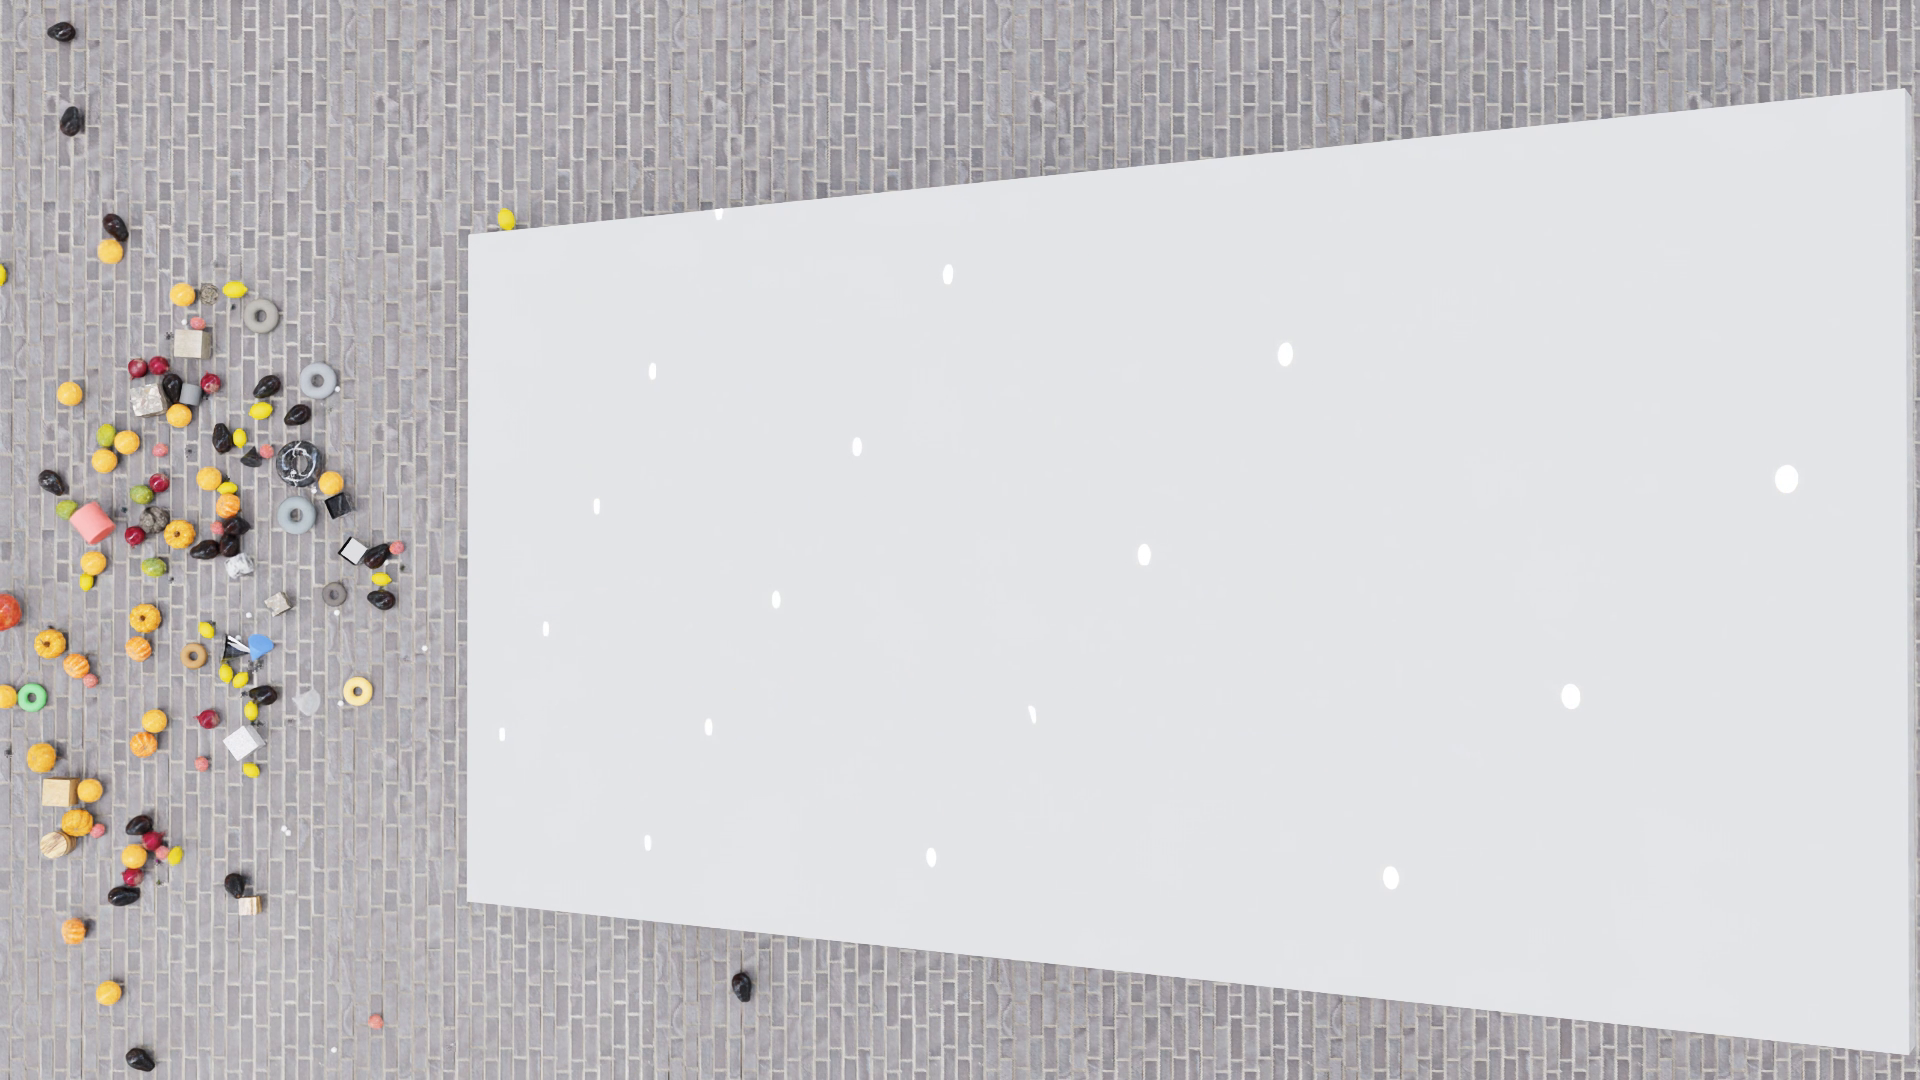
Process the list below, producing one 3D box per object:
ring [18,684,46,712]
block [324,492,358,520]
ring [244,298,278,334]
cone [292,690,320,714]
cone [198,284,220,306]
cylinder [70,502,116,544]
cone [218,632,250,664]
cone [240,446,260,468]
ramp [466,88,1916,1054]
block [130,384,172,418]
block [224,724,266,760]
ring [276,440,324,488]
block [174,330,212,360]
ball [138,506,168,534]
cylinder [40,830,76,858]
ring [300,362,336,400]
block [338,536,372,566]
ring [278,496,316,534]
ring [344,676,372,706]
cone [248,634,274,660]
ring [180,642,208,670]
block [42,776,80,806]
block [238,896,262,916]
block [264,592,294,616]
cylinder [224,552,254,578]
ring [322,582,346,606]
[{"bbox_3d":[-2.812,0.478,6.665,0.087,0.029,0.087,0,90,-1],"label":"ring"},{"bbox_3d":[-1.874,-0.103,6.653,0.064,0.064,0.064,-24,90,0],"label":"block"},{"bbox_3d":[-2.121,-0.680,6.673,0.107,0.036,0.107,0,90,1],"label":"ring"},{"bbox_3d":[-1.996,0.485,6.662,0.077,0.077,0.077,10,89,27],"label":"cone"},{"bbox_3d":[-2.284,-0.746,6.659,0.065,0.065,0.065,0,89,0],"label":"cone"},{"bbox_3d":[-2.617,-0.051,6.638,0.093,0.093,0.093,-39,90,0],"label":"cylinder"},{"bbox_3d":[-2.185,0.334,6.660,0.096,0.096,0.096,10,89,-27],"label":"cone"},{"bbox_3d":[-2.147,-0.262,6.673,0.061,0.061,0.061,6,63,0],"label":"cone"},{"bbox_3d":[0.267,0.073,5.617,4.000,0.100,2.000,0,89,31],"label":"ramp"},{"bbox_3d":[-2.444,-0.421,6.646,0.084,0.084,0.084,-13,89,0],"label":"block"},{"bbox_3d":[-2.161,0.611,6.641,0.076,0.076,0.076,-36,90,0],"label":"block"},{"bbox_3d":[-2.001,-0.231,6.663,0.145,0.048,0.145,0,90,-1],"label":"ring"},{"bbox_3d":[-2.320,-0.590,6.650,0.081,0.081,0.081,3,89,0],"label":"block"},{"bbox_3d":[-2.436,-0.061,6.643,0.084,0.084,0.084,0,89,0],"label":"ball"},{"bbox_3d":[-2.720,0.916,6.636,0.079,0.079,0.079,0,89,0],"label":"cylinder"},{"bbox_3d":[-1.947,-0.483,6.670,0.114,0.038,0.114,0,90,1],"label":"ring"},{"bbox_3d":[-1.829,0.034,6.652,0.064,0.064,0.064,36,90,0],"label":"block"},{"bbox_3d":[-2.010,-0.075,6.666,0.118,0.039,0.118,0,90,1],"label":"ring"},{"bbox_3d":[-1.825,0.459,6.665,0.088,0.029,0.088,0,88,0],"label":"ring"},{"bbox_3d":[-2.132,0.340,6.664,0.078,0.078,0.078,33,116,0],"label":"cone"},{"bbox_3d":[-2.323,0.352,6.668,0.080,0.027,0.080,0,89,-1],"label":"ring"},{"bbox_3d":[-2.713,0.759,6.638,0.079,0.079,0.079,3,89,0],"label":"block"},{"bbox_3d":[-2.146,1.104,6.648,0.051,0.051,0.051,-2,89,0],"label":"block"},{"bbox_3d":[-2.060,0.194,6.655,0.054,0.054,0.054,-30,90,0],"label":"block"},{"bbox_3d":[-2.180,0.077,6.652,0.062,0.062,0.062,-24,90,0],"label":"cylinder"},{"bbox_3d":[-1.898,0.165,6.670,0.075,0.025,0.075,0,90,1],"label":"ring"}]
